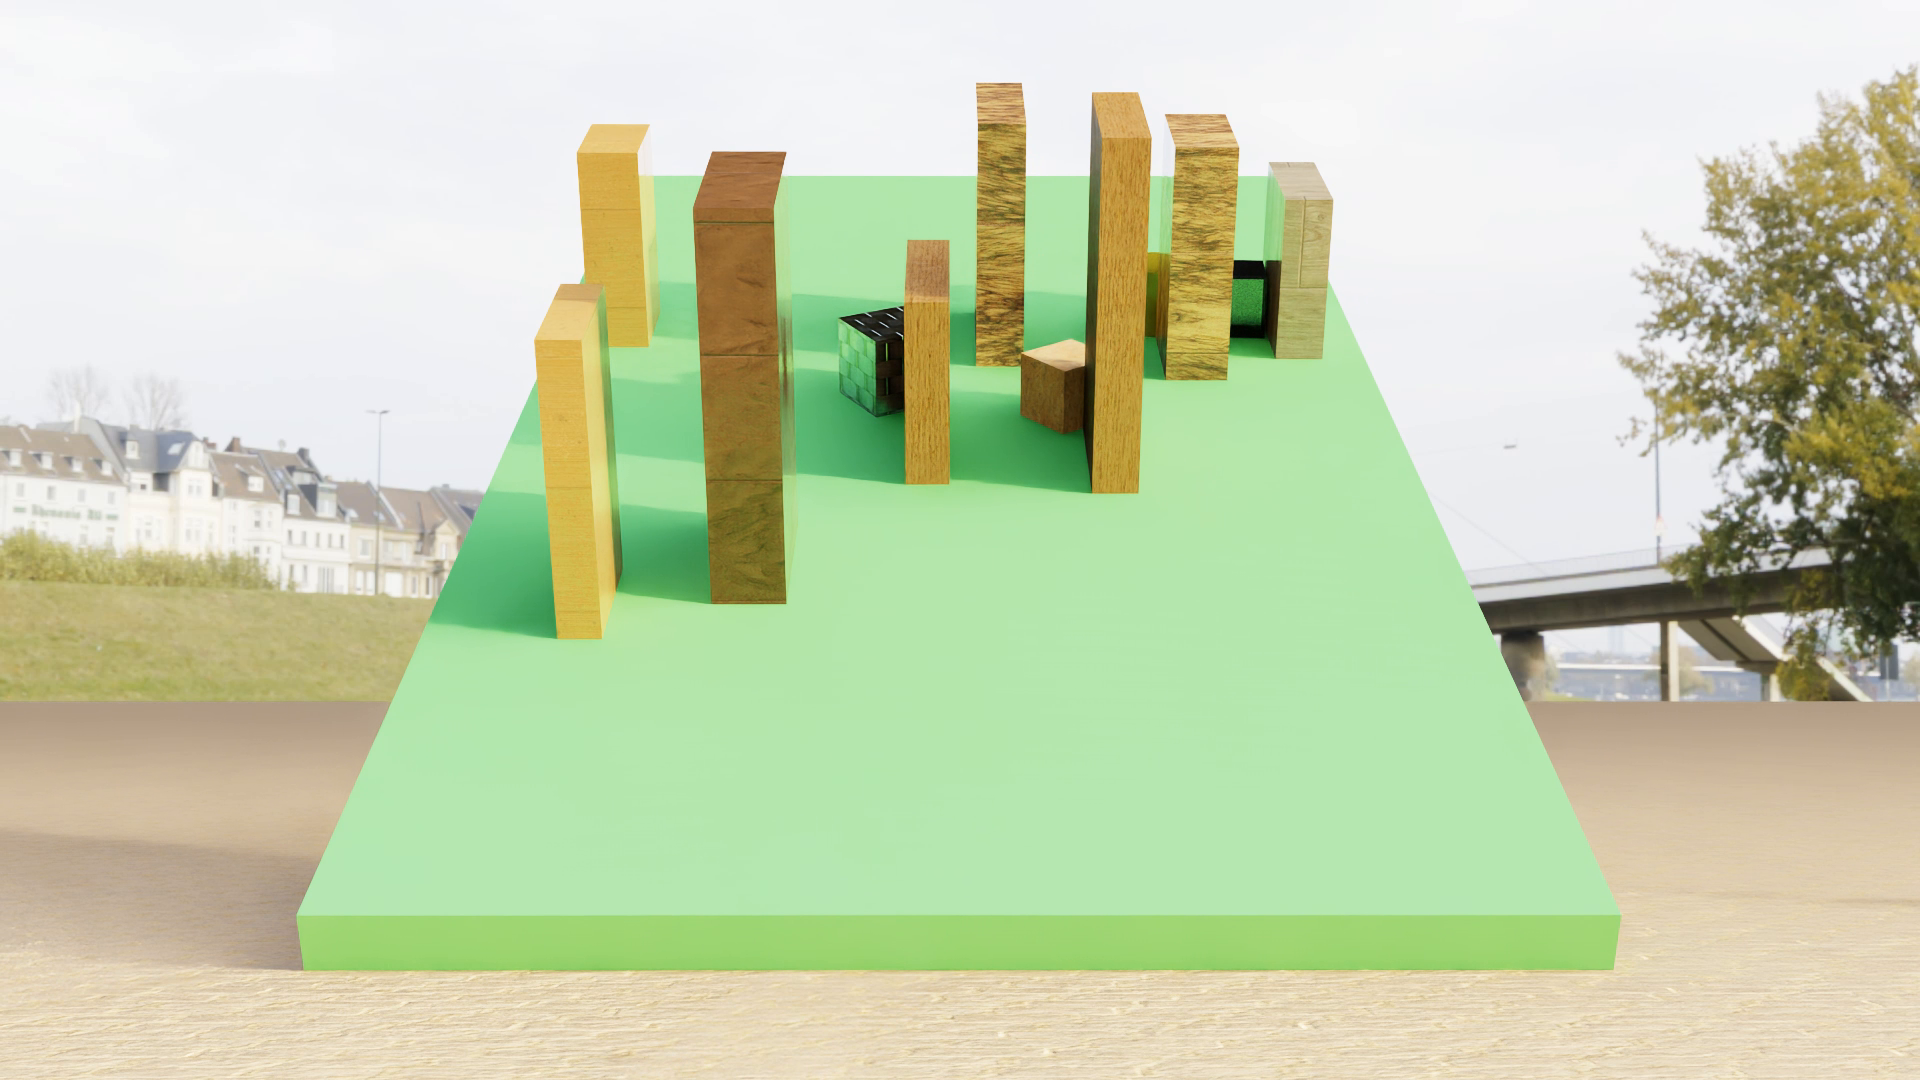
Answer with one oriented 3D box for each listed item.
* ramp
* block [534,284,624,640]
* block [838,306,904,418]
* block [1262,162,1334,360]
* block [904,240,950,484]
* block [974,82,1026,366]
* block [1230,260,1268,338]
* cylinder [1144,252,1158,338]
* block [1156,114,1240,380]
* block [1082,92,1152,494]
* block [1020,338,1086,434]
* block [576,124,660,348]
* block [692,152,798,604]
[{"bbox_3d":[-0.009,-0.229,5.366,2.000,0.100,4.000,0,25,0],"label":"ramp"},{"bbox_3d":[-0.707,-0.148,4.366,0.083,0.590,0.308,0,25,0],"label":"block"},{"bbox_3d":[-0.157,-0.417,5.432,0.185,0.185,0.185,-13,28,-27],"label":"block"},{"bbox_3d":[0.827,-0.693,5.774,0.114,0.401,0.329,0,25,0],"label":"block"},{"bbox_3d":[-0.070,-0.394,5.115,0.094,0.410,0.426,0,25,0],"label":"block"},{"bbox_3d":[0.096,-0.773,5.710,0.114,0.598,0.394,0,25,0],"label":"block"},{"bbox_3d":[0.686,-0.607,5.884,0.153,0.153,0.153,1,25,2],"label":"block"},{"bbox_3d":[0.498,-0.618,5.888,0.169,0.169,0.169,0,25,0],"label":"cylinder"},{"bbox_3d":[0.564,-0.701,5.593,0.147,0.568,0.300,0,25,0],"label":"block"},{"bbox_3d":[0.330,-0.526,4.971,0.099,0.771,0.368,0,25,0],"label":"block"},{"bbox_3d":[0.245,-0.351,5.331,0.151,0.151,0.151,-18,31,-34],"label":"block"},{"bbox_3d":[-0.842,-0.755,5.792,0.146,0.491,0.264,0,25,0],"label":"block"},{"bbox_3d":[-0.404,-0.312,4.488,0.144,0.786,0.374,0,25,0],"label":"block"}]
